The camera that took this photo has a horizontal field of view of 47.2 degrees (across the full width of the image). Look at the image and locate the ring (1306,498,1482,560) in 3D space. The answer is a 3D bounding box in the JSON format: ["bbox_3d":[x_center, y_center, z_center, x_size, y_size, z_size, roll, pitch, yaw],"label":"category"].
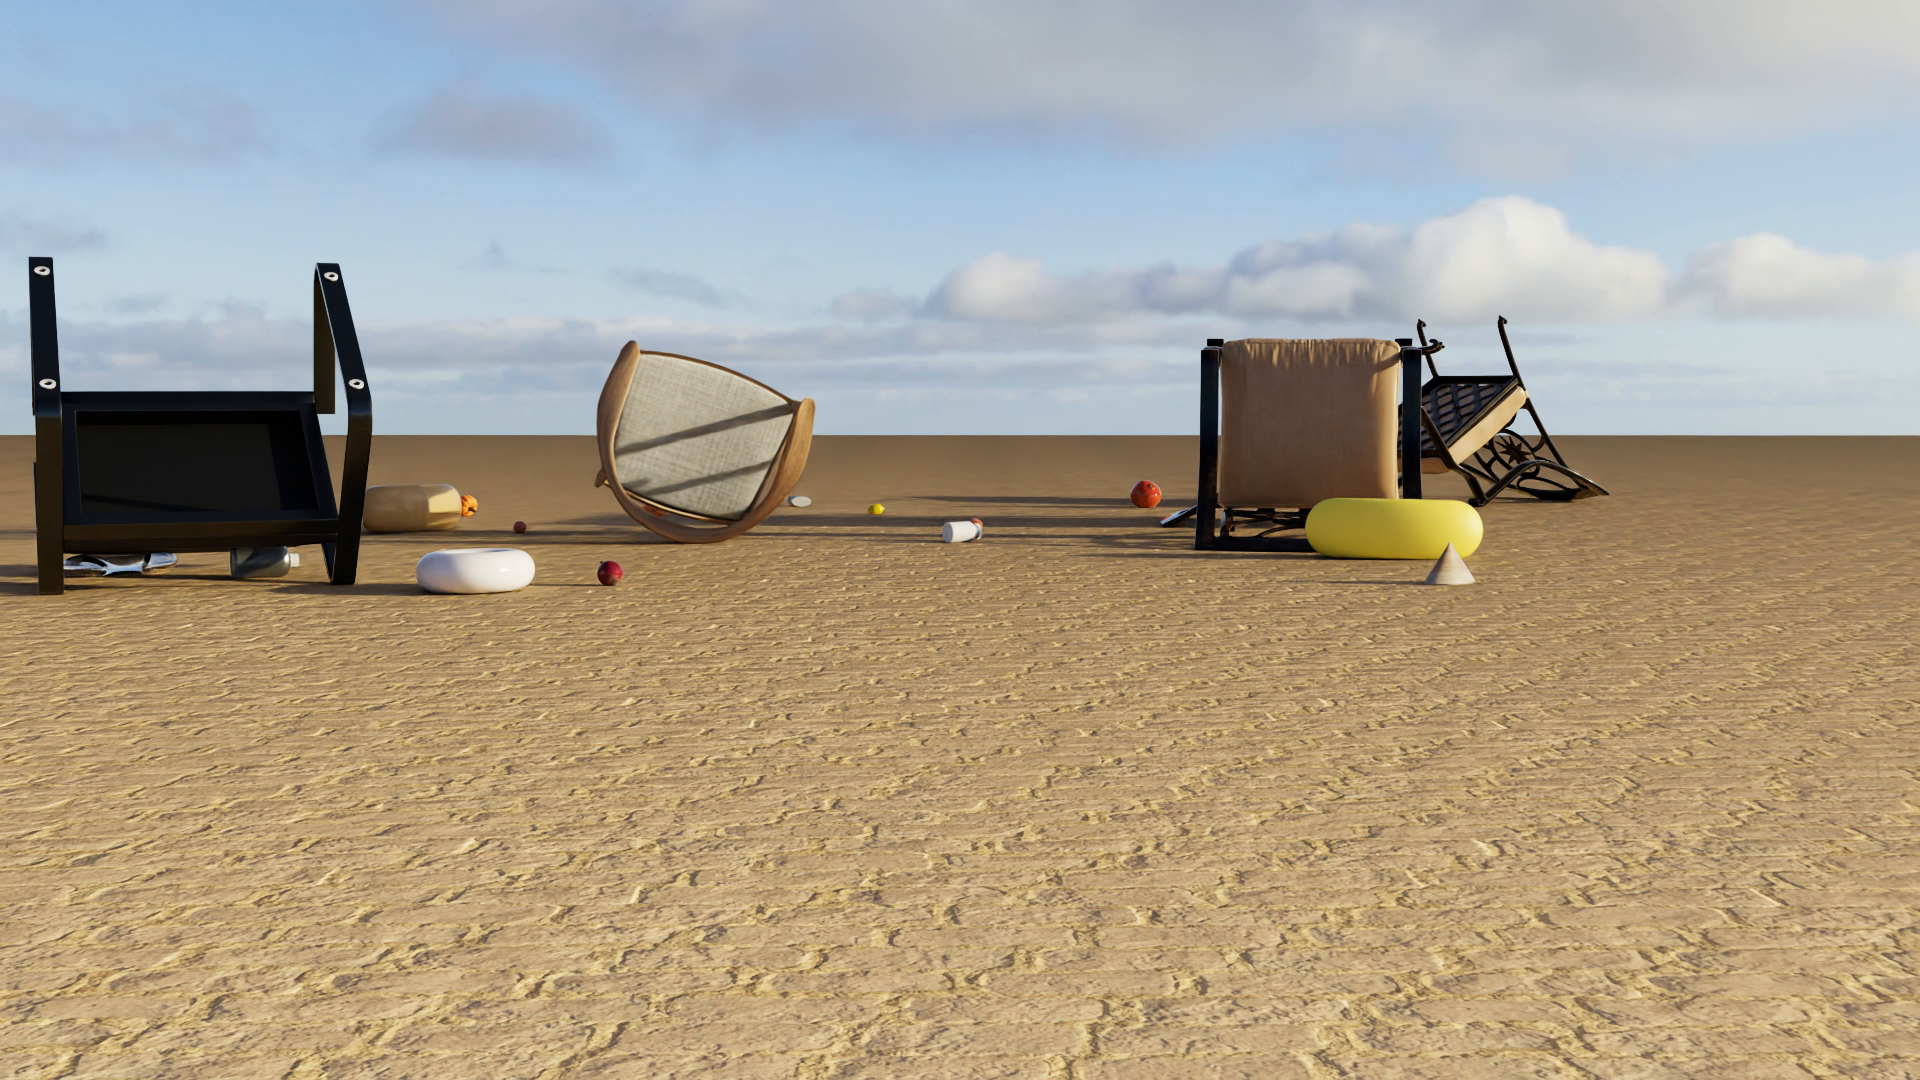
[{"bbox_3d":[1.153,-0.029,5.846,0.465,0.159,0.194,1,2,7],"label":"ring"}]

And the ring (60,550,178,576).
[{"bbox_3d":[-2.050,0.057,5.365,0.188,0.048,0.308,3,5,31],"label":"ring"}]

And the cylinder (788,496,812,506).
[{"bbox_3d":[-0.617,-0.150,8.439,0.076,0.039,0.071,1,4,-19],"label":"cylinder"}]

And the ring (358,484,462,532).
[{"bbox_3d":[-1.738,-0.101,6.963,0.150,0.147,0.435,-1,2,30],"label":"ring"}]

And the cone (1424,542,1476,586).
[{"bbox_3d":[1.133,0.051,5.087,0.169,0.098,0.076,-3,5,-39],"label":"cone"}]

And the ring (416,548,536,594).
[{"bbox_3d":[-1.080,0.068,4.907,0.257,0.089,0.297,-1,3,6],"label":"ring"}]
